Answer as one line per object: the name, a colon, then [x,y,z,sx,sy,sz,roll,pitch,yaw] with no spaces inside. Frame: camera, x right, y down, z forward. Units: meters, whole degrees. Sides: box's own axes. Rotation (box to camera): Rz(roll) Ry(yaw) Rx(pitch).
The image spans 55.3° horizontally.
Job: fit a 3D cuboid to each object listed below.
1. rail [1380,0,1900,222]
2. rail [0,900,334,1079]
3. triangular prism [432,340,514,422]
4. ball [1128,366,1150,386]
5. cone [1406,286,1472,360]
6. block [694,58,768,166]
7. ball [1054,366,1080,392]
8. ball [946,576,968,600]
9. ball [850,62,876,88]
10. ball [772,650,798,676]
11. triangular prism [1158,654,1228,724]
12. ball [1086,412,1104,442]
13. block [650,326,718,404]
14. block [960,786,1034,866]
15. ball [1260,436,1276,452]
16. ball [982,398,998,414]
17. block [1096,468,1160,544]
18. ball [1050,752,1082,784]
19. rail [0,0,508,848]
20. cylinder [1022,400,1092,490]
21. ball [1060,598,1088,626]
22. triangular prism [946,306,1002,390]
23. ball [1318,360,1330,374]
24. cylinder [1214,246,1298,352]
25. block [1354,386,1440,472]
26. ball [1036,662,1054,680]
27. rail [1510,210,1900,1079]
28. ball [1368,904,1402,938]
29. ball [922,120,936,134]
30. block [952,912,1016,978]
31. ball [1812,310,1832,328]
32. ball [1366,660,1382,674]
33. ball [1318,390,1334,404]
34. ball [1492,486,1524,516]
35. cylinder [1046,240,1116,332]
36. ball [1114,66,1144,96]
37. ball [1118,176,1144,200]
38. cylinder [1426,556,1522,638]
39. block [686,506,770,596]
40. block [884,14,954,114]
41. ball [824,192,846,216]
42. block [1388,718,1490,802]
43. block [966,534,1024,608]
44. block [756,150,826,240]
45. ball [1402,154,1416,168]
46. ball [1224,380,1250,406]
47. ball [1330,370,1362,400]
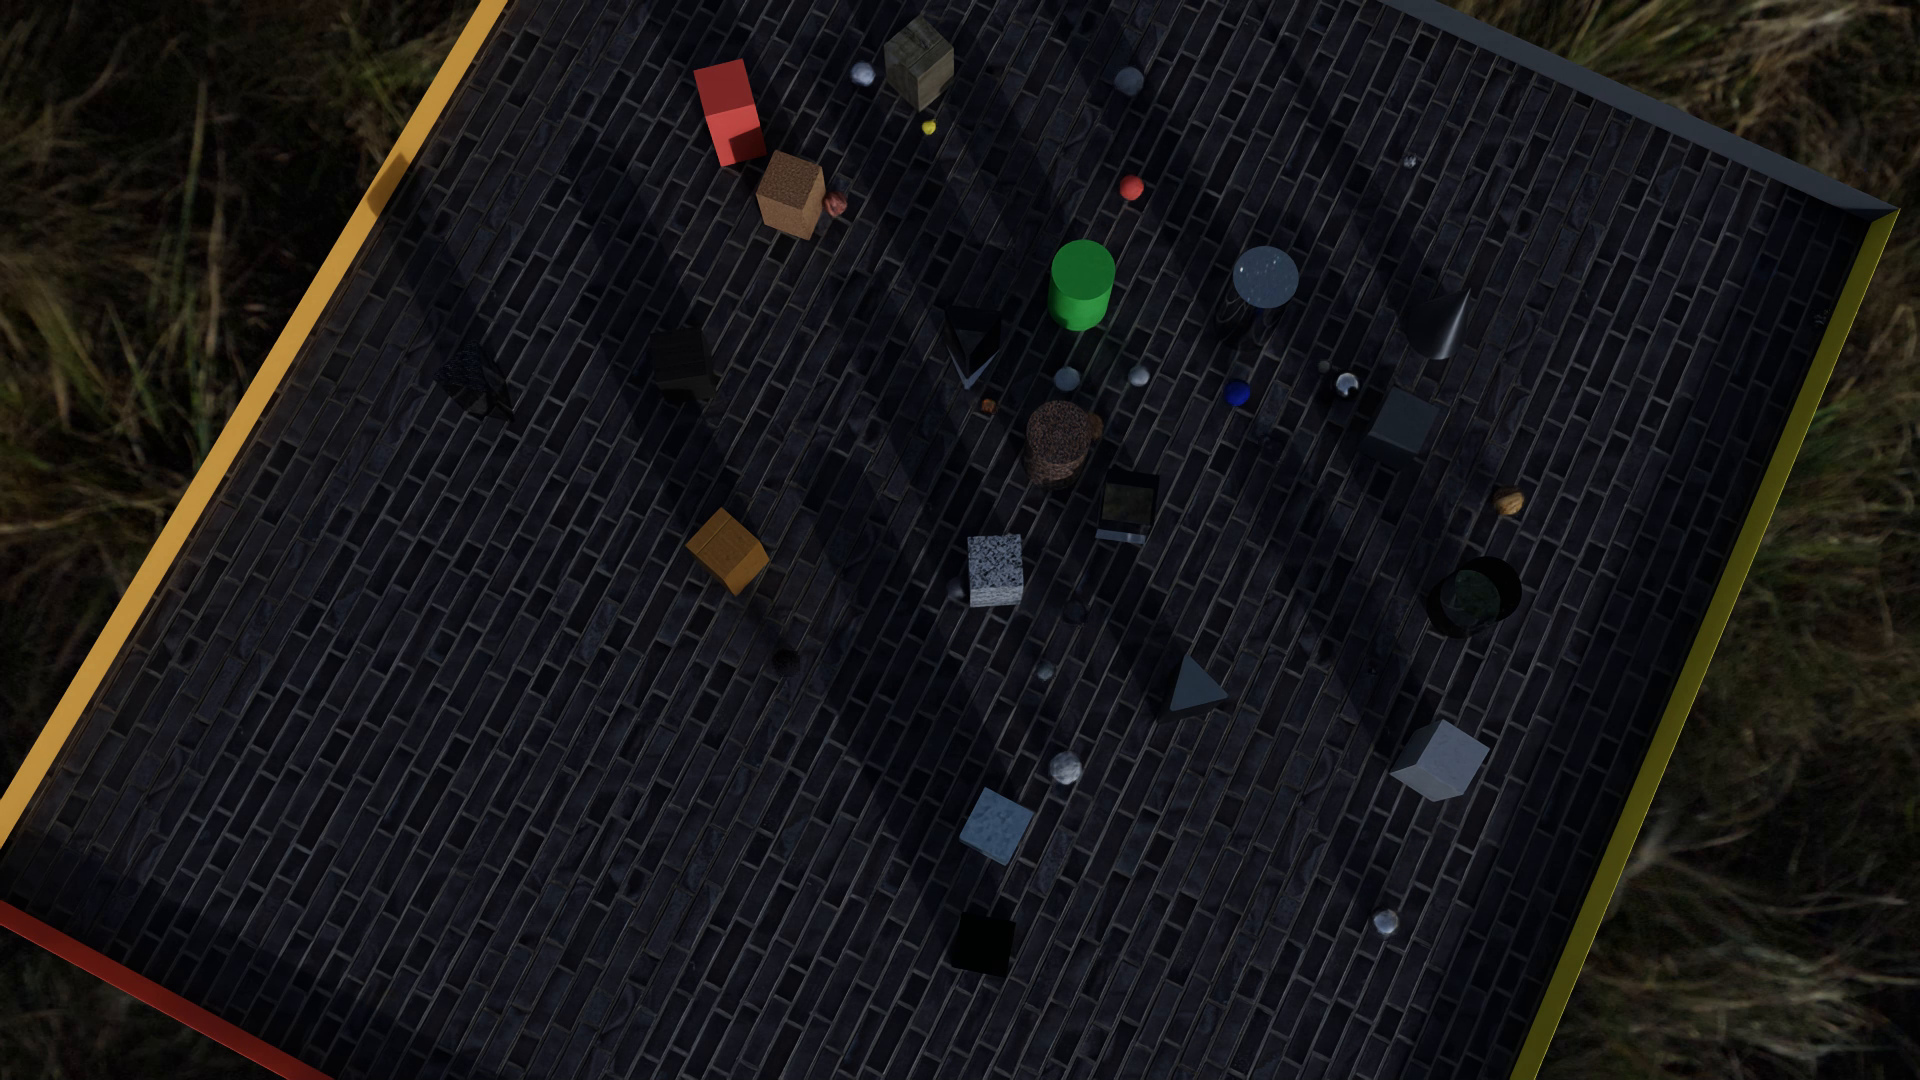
rail: [0.994,-1.940,5.953,4.300,0.125,0.045,26,80,5]
rail: [-0.994,1.953,5.148,4.300,0.125,0.045,26,80,5]
triangular prism: [-1.447,-0.490,5.545,0.166,0.339,0.144,15,79,3]
ball: [0.555,-0.509,5.689,0.065,0.065,0.065,0,78,0]
cone: [1.495,-0.699,5.556,0.192,0.402,0.192,0,78,0]
block: [-0.710,-1.324,5.699,0.154,0.375,0.154,-15,79,-3]
ball: [0.332,-0.499,5.680,0.078,0.078,0.078,0,78,0]
ball: [-0.007,0.145,5.552,0.068,0.068,0.068,0,78,0]
ball: [-0.313,-1.495,5.884,0.082,0.082,0.082,0,78,0]
ball: [-0.524,0.367,5.501,0.078,0.078,0.078,0,78,0]
triangular prism: [0.656,0.427,5.344,0.166,0.361,0.144,-13,79,-3]
ball: [0.395,-0.348,5.642,0.091,0.091,0.091,0,78,0]
block: [-0.844,-0.532,5.604,0.154,0.241,0.154,-9,78,-2]
block: [0.102,0.825,5.259,0.154,0.365,0.154,27,80,5]
ball: [0.948,-0.298,5.653,0.049,0.049,0.049,0,78,0]
ball: [0.091,-0.417,5.678,0.049,0.049,0.049,0,78,0]
block: [0.500,-0.098,5.498,0.154,0.271,0.154,8,78,2]
ball: [0.313,0.675,5.428,0.096,0.096,0.096,0,78,0]
rail: [-1.902,-0.925,5.743,0.045,0.125,4.491,26,80,5]
cylinder: [0.289,-0.281,5.502,0.192,0.338,0.192,0,78,0]
ball: [0.344,0.218,5.529,0.083,0.083,0.083,0,78,0]
triangular prism: [0.015,-0.612,5.563,0.144,0.353,0.166,36,81,7]
ball: [1.133,-0.539,5.707,0.042,0.042,0.042,0,78,0]
cylinder: [0.892,-0.725,5.553,0.192,0.419,0.192,0,78,0]
block: [1.327,-0.336,5.568,0.154,0.231,0.154,28,80,5]
ball: [0.254,0.392,5.507,0.055,0.055,0.055,0,78,0]
rail: [1.902,0.938,5.358,0.045,0.125,4.491,26,80,5]
ball: [1.239,1.111,5.339,0.094,0.094,0.094,0,78,0]
ball: [-0.100,-1.322,5.867,0.045,0.045,0.045,0,78,0]
block: [0.066,1.153,5.230,0.154,0.290,0.154,11,79,2]
ball: [2.695,-0.689,5.729,0.058,0.058,0.058,0,78,0]
ball: [1.247,0.384,5.515,0.043,0.043,0.043,0,78,0]
ball: [1.137,-0.444,5.685,0.046,0.046,0.046,0,78,0]
ball: [1.672,-0.121,5.595,0.091,0.091,0.091,0,78,0]
cylinder: [0.370,-0.779,5.628,0.192,0.293,0.192,0,78,0]
ball: [0.543,-1.468,5.872,0.094,0.094,0.094,0,78,0]
ball: [0.543,-1.116,5.808,0.078,0.078,0.078,0,78,0]
cylinder: [1.515,0.173,5.414,0.192,0.326,0.192,0,78,0]
block: [-0.690,0.039,5.459,0.154,0.292,0.154,41,81,8]
block: [-0.128,-1.505,5.801,0.154,0.248,0.154,-43,81,-8]
ball: [-0.395,-1.063,5.798,0.075,0.075,0.075,0,78,0]
block: [1.386,0.642,5.315,0.154,0.330,0.154,33,80,6]
block: [0.103,0.093,5.439,0.154,0.310,0.154,-3,78,-1]
block: [-0.522,-1.072,5.708,0.154,0.254,0.154,21,79,4]
ball: [1.434,-1.208,5.844,0.044,0.044,0.044,0,78,0]
ball: [0.859,-0.457,5.670,0.080,0.080,0.080,0,78,0]
ball: [1.194,-0.479,5.669,0.092,0.092,0.092,0,78,0]
